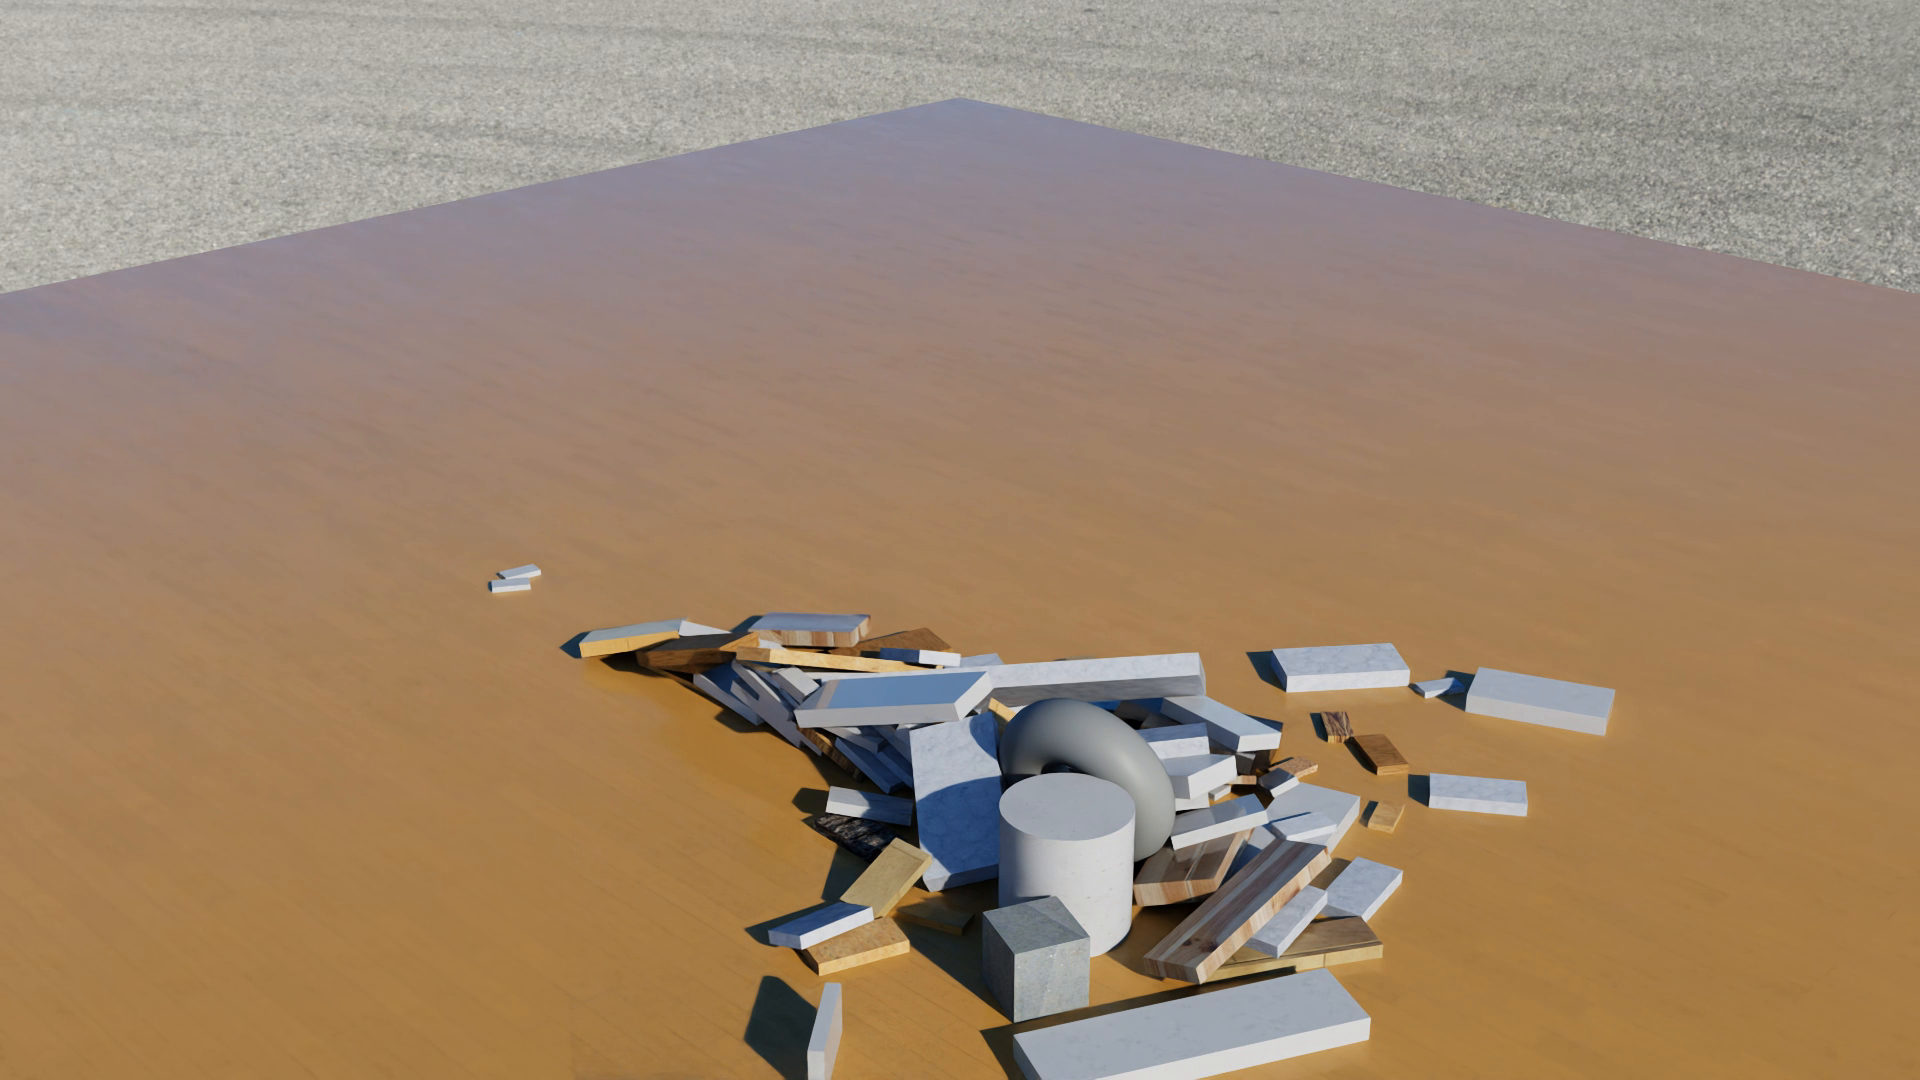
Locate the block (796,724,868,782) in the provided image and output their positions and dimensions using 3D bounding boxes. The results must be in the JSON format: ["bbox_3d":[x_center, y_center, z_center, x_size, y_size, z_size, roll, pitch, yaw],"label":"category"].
[{"bbox_3d":[-0.241,0.427,4.644,0.201,0.028,0.100,37,40,29],"label":"block"}]

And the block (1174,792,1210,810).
[{"bbox_3d":[0.422,0.487,4.434,0.150,0.042,0.300,-7,7,6],"label":"block"}]

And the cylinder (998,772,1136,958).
[{"bbox_3d":[0.194,0.596,4.039,0.247,0.247,0.247,0,23,0],"label":"cylinder"}]

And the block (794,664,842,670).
[{"bbox_3d":[-0.321,0.272,4.905,0.100,0.028,0.201,2,-3,40],"label":"block"}]

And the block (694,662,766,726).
[{"bbox_3d":[-0.480,0.334,4.892,0.112,0.032,0.224,-20,36,-40],"label":"block"}]

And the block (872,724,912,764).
[{"bbox_3d":[-0.053,0.425,4.553,0.269,0.038,0.135,43,39,18],"label":"block"}]

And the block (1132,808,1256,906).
[{"bbox_3d":[0.453,0.601,4.215,0.159,0.045,0.319,-8,16,23],"label":"block"}]

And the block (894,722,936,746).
[{"bbox_3d":[0.019,0.432,4.461,0.283,0.040,0.142,36,38,11],"label":"block"}]

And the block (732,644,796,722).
[{"bbox_3d":[-0.393,0.308,4.755,0.100,0.028,0.201,-19,46,-39],"label":"block"}]

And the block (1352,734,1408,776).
[{"bbox_3d":[0.892,0.454,4.665,0.069,0.020,0.139,-5,23,-11],"label":"block"}]

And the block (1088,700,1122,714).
[{"bbox_3d":[0.329,0.368,4.868,0.138,0.020,0.069,3,23,7],"label":"block"}]

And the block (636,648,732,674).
[{"bbox_3d":[-0.625,0.263,5.002,0.112,0.032,0.224,-21,17,-41],"label":"block"}]

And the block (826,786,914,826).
[{"bbox_3d":[-0.181,0.534,4.418,0.170,0.024,0.085,10,14,-2],"label":"block"}]

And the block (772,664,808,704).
[{"bbox_3d":[-0.344,0.307,4.668,0.058,0.016,0.115,-15,38,-37],"label":"block"}]

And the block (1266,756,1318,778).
[{"bbox_3d":[0.696,0.482,4.608,0.099,0.014,0.050,-16,28,-33],"label":"block"}]

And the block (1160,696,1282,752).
[{"bbox_3d":[0.544,0.382,4.600,0.119,0.034,0.238,0,16,-38],"label":"block"}]

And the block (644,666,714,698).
[{"bbox_3d":[-0.593,0.321,4.987,0.349,0.013,0.046,19,30,38],"label":"block"}]

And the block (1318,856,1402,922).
[{"bbox_3d":[0.755,0.665,4.160,0.094,0.027,0.189,15,27,31],"label":"block"}]

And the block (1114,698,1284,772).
[{"bbox_3d":[0.505,0.403,4.688,0.340,0.048,0.170,12,18,15],"label":"block"}]

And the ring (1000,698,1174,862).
[{"bbox_3d":[0.242,0.467,4.225,0.378,0.378,0.126,16,44,33],"label":"ring"}]

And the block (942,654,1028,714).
[{"bbox_3d":[0.059,0.335,4.923,0.135,0.038,0.269,-7,24,-16],"label":"block"}]

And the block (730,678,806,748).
[{"bbox_3d":[-0.383,0.360,4.793,0.224,0.032,0.112,36,39,29],"label":"block"}]

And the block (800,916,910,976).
[{"bbox_3d":[-0.191,0.736,3.993,0.177,0.025,0.089,-11,25,-24],"label":"block"}]

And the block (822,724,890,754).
[{"bbox_3d":[-0.217,0.386,4.594,0.170,0.024,0.085,23,32,27],"label":"block"}]

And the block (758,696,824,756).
[{"bbox_3d":[-0.329,0.380,4.728,0.201,0.028,0.100,37,39,29],"label":"block"}]

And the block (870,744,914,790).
[{"bbox_3d":[-0.095,0.467,4.555,0.170,0.024,0.085,38,40,28],"label":"block"}]

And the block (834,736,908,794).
[{"bbox_3d":[-0.173,0.456,4.581,0.085,0.024,0.170,-21,49,-41],"label":"block"}]

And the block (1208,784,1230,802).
[{"bbox_3d":[0.501,0.506,4.548,0.106,0.015,0.053,20,30,39],"label":"block"}]

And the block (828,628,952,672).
[{"bbox_3d":[-0.161,0.269,5.080,0.258,0.037,0.129,-12,26,-27],"label":"block"}]

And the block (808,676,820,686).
[{"bbox_3d":[-0.329,0.325,4.793,0.095,0.048,0.014,33,38,26],"label":"block"}]

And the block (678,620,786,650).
[{"bbox_3d":[-0.516,0.238,5.055,0.236,0.033,0.118,12,-11,17],"label":"block"}]

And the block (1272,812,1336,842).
[{"bbox_3d":[0.673,0.562,4.306,0.113,0.016,0.057,-10,25,-22],"label":"block"}]

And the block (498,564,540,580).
[{"bbox_3d":[-1.110,0.084,5.546,0.093,0.013,0.046,-15,27,-31],"label":"block"}]

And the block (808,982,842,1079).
[{"bbox_3d":[-0.224,0.835,3.669,0.027,0.097,0.194,2,23,5],"label":"block"}]

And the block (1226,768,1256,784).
[{"bbox_3d":[0.580,0.487,4.534,0.060,0.017,0.121,0,1,8],"label":"block"}]

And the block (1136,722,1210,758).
[{"bbox_3d":[0.373,0.411,4.415,0.249,0.035,0.125,-7,7,5],"label":"block"}]
